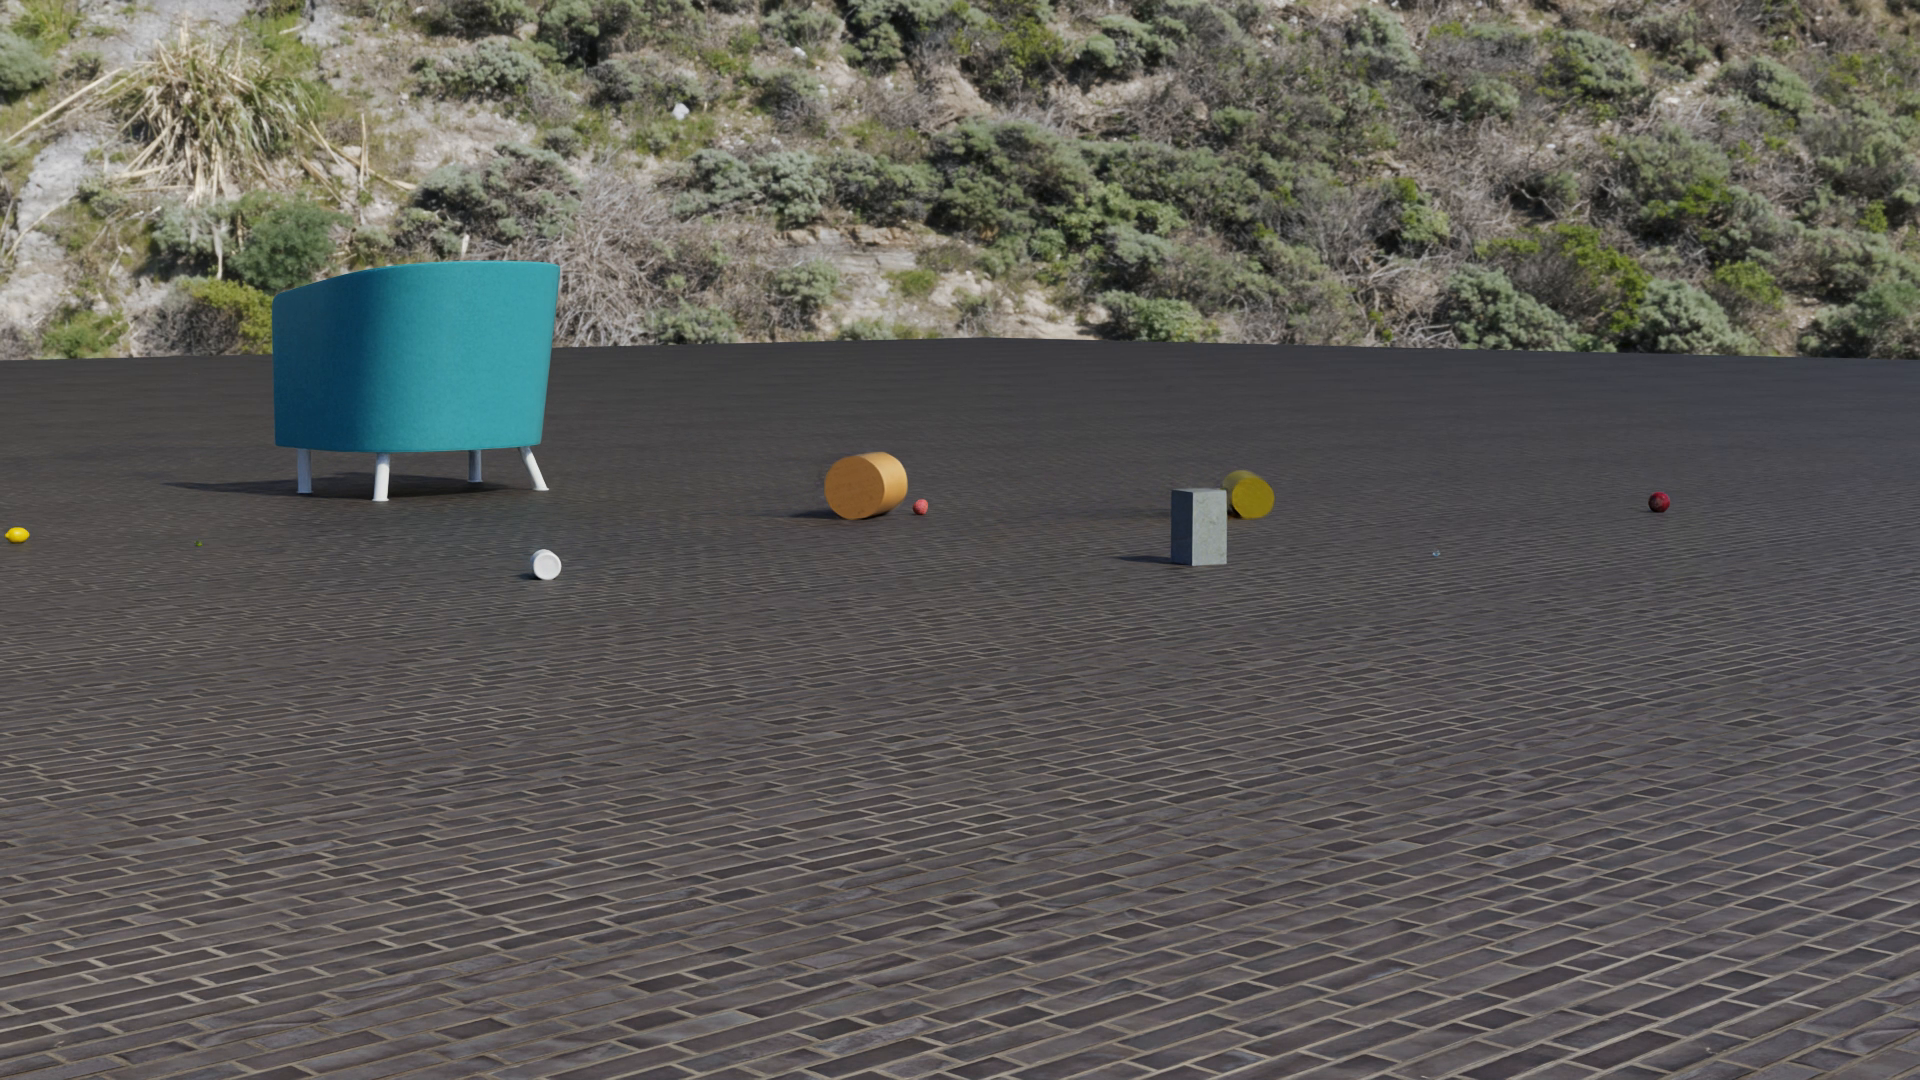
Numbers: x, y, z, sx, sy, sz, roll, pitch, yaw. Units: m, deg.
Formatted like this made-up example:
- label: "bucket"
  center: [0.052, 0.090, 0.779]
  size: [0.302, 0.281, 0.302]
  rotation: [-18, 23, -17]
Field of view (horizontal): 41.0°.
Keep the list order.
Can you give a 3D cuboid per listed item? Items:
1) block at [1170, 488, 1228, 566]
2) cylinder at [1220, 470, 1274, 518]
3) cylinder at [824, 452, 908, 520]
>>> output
- label: "block"
  center: [0.549, -0.031, 5.895]
  size: [0.093, 0.168, 0.092]
  rotation: [-3, 7, -27]
- label: "cylinder"
  center: [0.791, -0.126, 7.083]
  size: [0.116, 0.113, 0.256]
  rotation: [32, 4, -4]
- label: "cylinder"
  center: [-0.257, -0.150, 7.026]
  size: [0.173, 0.172, 0.198]
  rotation: [-10, 3, 18]
